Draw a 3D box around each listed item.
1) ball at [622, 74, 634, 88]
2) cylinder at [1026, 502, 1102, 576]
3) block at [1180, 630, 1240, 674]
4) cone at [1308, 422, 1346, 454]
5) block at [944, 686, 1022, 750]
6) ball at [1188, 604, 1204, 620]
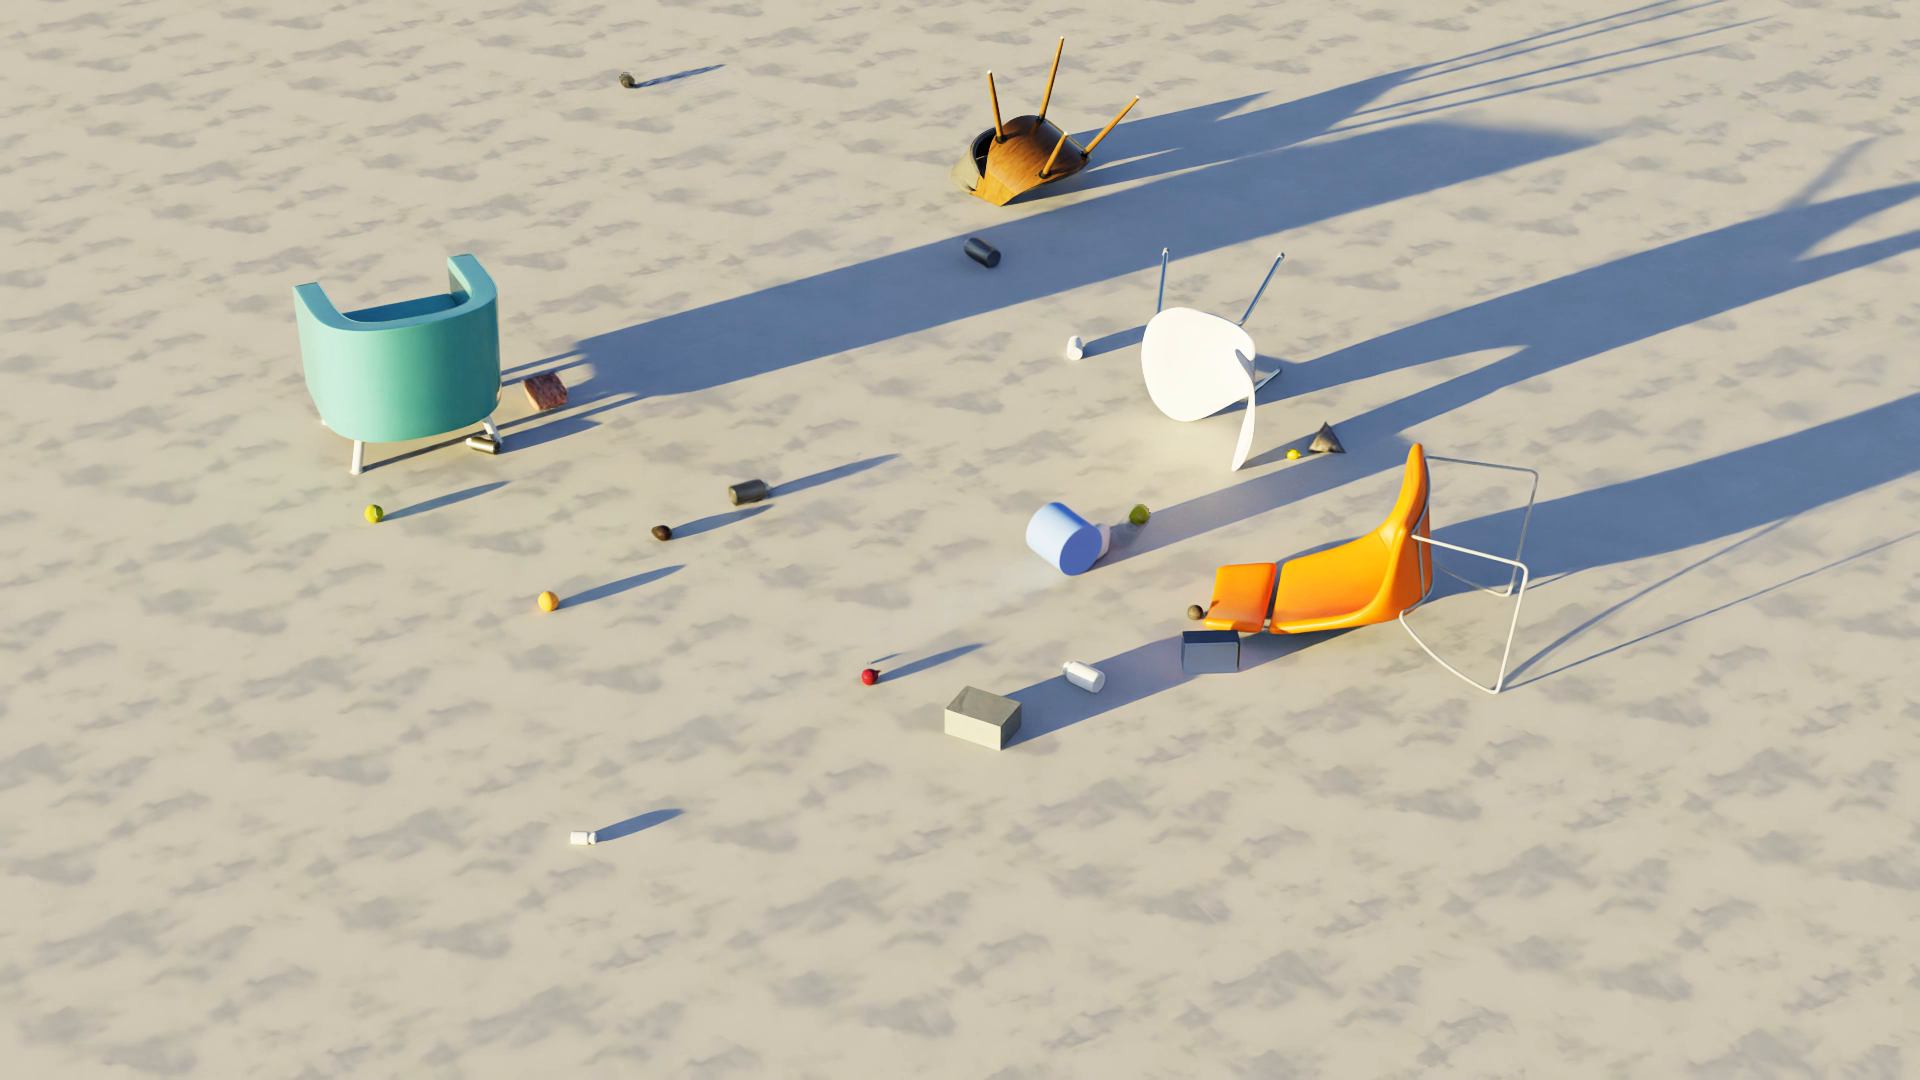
[{"bbox_3d":[-1.615,-2.230,14.267,0.067,0.067,0.067,0,33,0],"label":"ball"},{"bbox_3d":[0.383,-0.004,10.769,0.196,0.204,0.201,27,8,-47],"label":"cylinder"},{"bbox_3d":[0.875,0.391,10.237,0.194,0.125,0.085,-1,33,-2],"label":"block"},{"bbox_3d":[1.454,-0.374,11.461,0.136,0.120,0.144,32,47,3],"label":"cone"},{"bbox_3d":[0.079,0.603,9.939,0.211,0.100,0.155,16,37,23],"label":"block"},{"bbox_3d":[0.843,0.259,10.499,0.057,0.057,0.057,0,33,0],"label":"ball"}]
